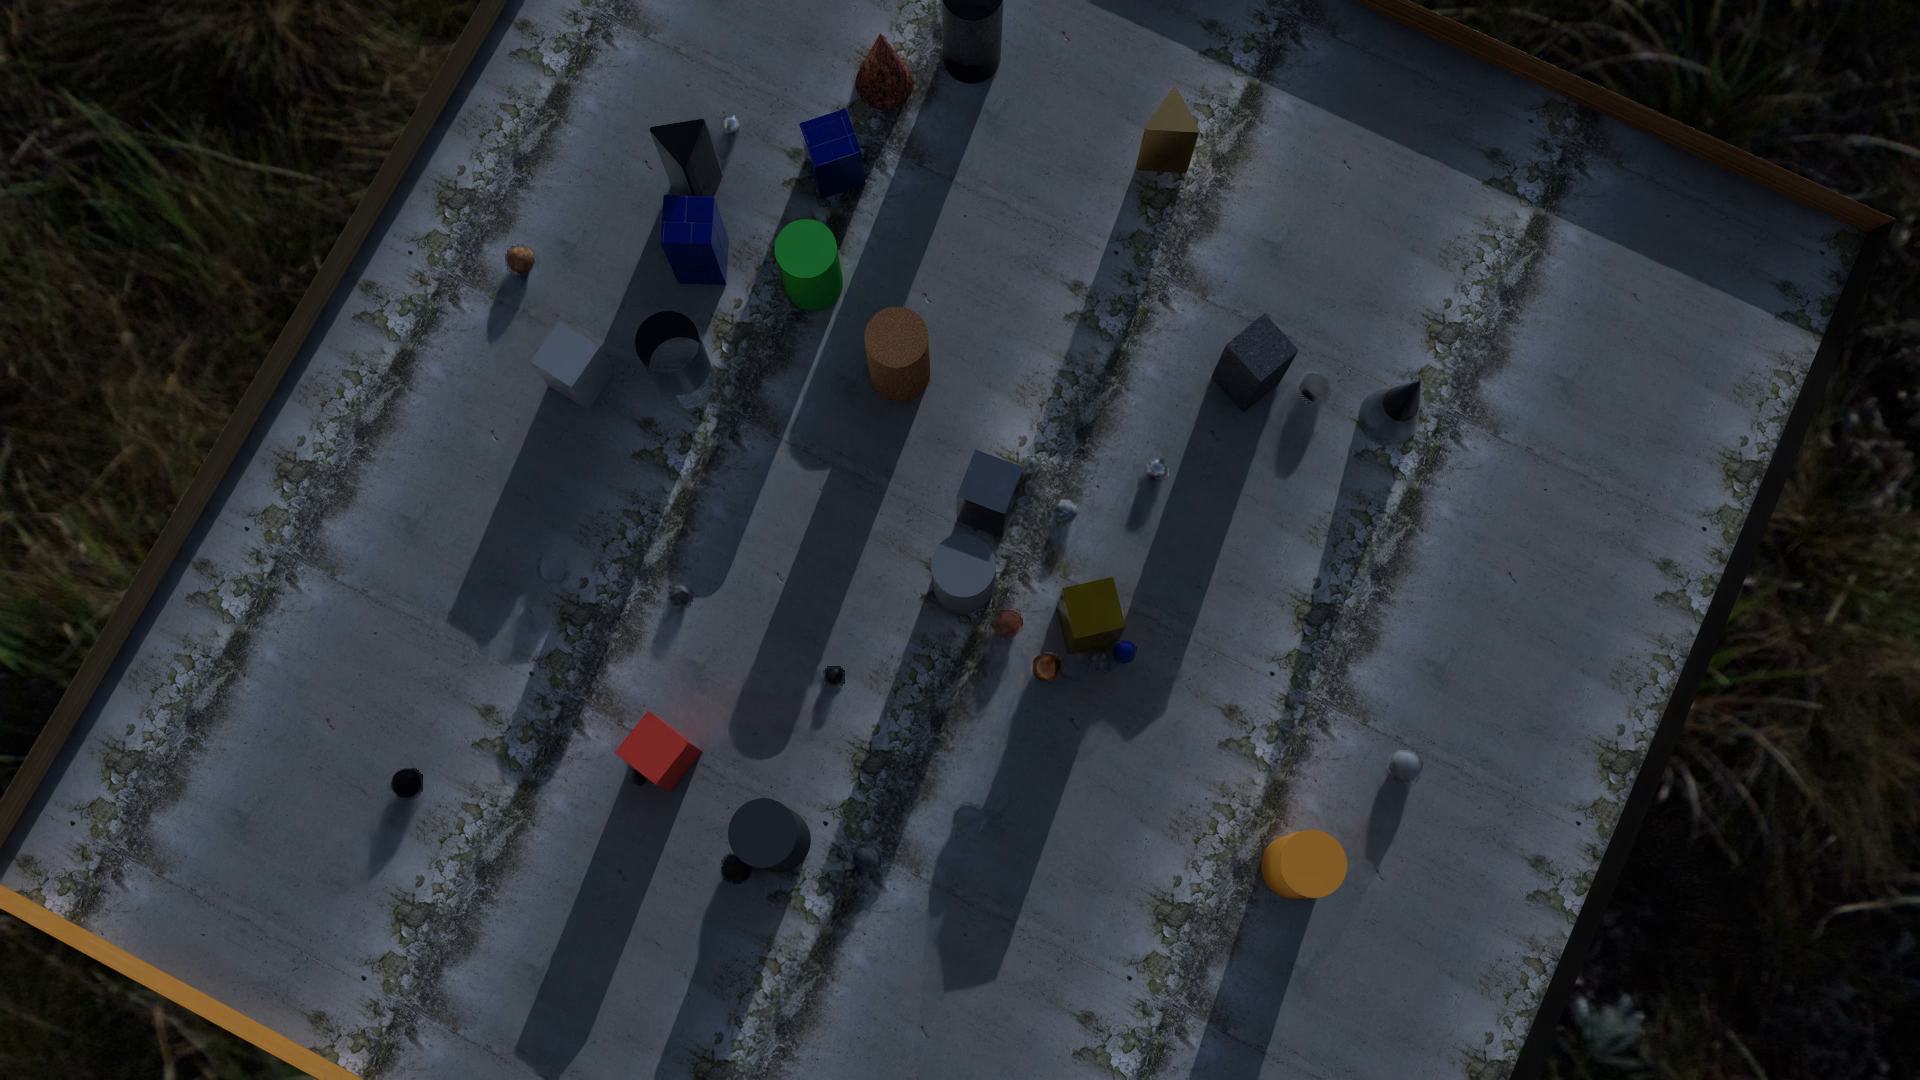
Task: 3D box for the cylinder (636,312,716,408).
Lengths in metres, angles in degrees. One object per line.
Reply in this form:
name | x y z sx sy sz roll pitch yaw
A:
cylinder | -0.854 -0.539 5.531 0.188 0.386 0.188 0 78 0

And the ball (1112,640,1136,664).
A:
ball | 0.494 0.337 5.507 0.069 0.069 0.069 0 78 0

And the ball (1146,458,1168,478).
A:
ball | 0.604 -0.221 5.629 0.065 0.065 0.065 0 78 0

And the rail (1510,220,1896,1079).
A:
rail | 1.903 0.938 5.359 0.045 0.122 4.418 26 80 5

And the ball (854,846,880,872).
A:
ball | -0.275 0.936 5.383 0.079 0.079 0.079 0 78 0

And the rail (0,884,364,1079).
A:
rail | -0.977 1.921 5.156 4.302 0.122 0.045 26 80 5

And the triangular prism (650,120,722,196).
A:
triangular prism | -0.815 -1.164 5.645 0.141 0.415 0.163 -40 81 -7

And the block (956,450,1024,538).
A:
block | 0.087 -0.135 5.472 0.150 0.337 0.150 21 79 4

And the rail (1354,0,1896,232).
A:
rail | 0.977 -1.908 5.948 4.302 0.122 0.045 26 80 5

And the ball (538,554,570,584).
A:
ball | -1.232 0.087 5.550 0.094 0.094 0.094 0 78 0

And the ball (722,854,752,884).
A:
ball | -0.653 0.962 5.372 0.089 0.089 0.089 0 78 0

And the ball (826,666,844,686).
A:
ball | -0.378 0.408 5.504 0.054 0.054 0.054 0 78 0

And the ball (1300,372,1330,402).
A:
ball | 1.096 -0.471 5.667 0.092 0.092 0.092 0 78 0

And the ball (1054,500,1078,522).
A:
ball | 0.323 -0.089 5.598 0.071 0.071 0.071 0 78 0

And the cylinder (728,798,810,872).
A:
cylinder | -0.536 0.843 5.206 0.188 0.463 0.188 0 78 0

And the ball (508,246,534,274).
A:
ball | -1.379 -0.880 5.756 0.083 0.083 0.083 0 78 0

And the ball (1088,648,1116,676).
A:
ball | 0.425 0.365 5.500 0.081 0.081 0.081 0 78 0

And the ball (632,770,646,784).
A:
ball | -0.956 0.706 5.449 0.041 0.041 0.041 0 78 0

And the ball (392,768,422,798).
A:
ball | -1.637 0.720 5.423 0.086 0.086 0.086 0 78 0

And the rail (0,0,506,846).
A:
rail | -1.903 -0.925 5.744 0.045 0.122 4.418 26 80 5

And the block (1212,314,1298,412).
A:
block | 0.890 -0.533 5.555 0.150 0.337 0.150 -39 81 -7

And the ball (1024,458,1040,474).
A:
ball | 0.220 -0.226 5.637 0.052 0.052 0.052 0 78 0

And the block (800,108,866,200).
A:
block | -0.398 -1.206 5.734 0.150 0.257 0.150 -19 79 -4

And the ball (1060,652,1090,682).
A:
ball | 0.344 0.382 5.486 0.088 0.088 0.088 0 78 0

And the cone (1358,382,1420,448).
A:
cone | 1.333 -0.420 5.499 0.188 0.401 0.188 0 78 0

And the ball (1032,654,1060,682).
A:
ball | 0.258 0.382 5.493 0.085 0.085 0.085 0 78 0

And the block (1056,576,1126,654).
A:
block | 0.383 0.227 5.403 0.150 0.326 0.150 -12 79 -3

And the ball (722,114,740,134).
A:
ball | -0.731 -1.330 5.862 0.058 0.058 0.058 0 78 0

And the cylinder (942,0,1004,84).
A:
cylinder | 0.038 -1.610 5.734 0.188 0.422 0.188 0 78 0

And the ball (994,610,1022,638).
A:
ball | 0.142 0.255 5.521 0.083 0.083 0.083 0 78 0

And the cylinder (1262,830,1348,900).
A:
cylinder | 0.984 0.933 5.258 0.188 0.324 0.188 0 78 0

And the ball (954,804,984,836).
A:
ball | 0.026 0.825 5.399 0.092 0.092 0.092 0 78 0

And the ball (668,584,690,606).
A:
ball | -0.848 0.168 5.548 0.066 0.066 0.066 0 78 0

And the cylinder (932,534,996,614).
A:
cylinder | 0.010 0.103 5.446 0.188 0.293 0.188 0 78 0

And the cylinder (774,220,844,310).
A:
cylinder | -0.462 -0.843 5.637 0.188 0.301 0.188 0 78 0

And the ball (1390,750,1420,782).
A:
ball | 1.319 0.671 5.432 0.090 0.090 0.090 0 78 0

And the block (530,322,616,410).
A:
block | -1.181 -0.530 5.601 0.150 0.245 0.150 31 80 6

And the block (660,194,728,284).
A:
block | -0.811 -0.917 5.624 0.150 0.356 0.150 2 78 0

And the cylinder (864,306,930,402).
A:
cylinder | -0.187 -0.557 5.546 0.188 0.364 0.188 0 78 0

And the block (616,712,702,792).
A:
block | -0.877 0.619 5.347 0.150 0.277 0.150 37 81 7

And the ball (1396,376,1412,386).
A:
ball | 1.374 -0.487 5.673 0.048 0.048 0.048 0 78 0

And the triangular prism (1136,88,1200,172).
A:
triangular prism | 0.650 -1.282 5.724 0.163 0.308 0.141 4 78 1

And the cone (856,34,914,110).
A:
cone | -0.243 -1.512 5.756 0.188 0.339 0.188 0 78 0
